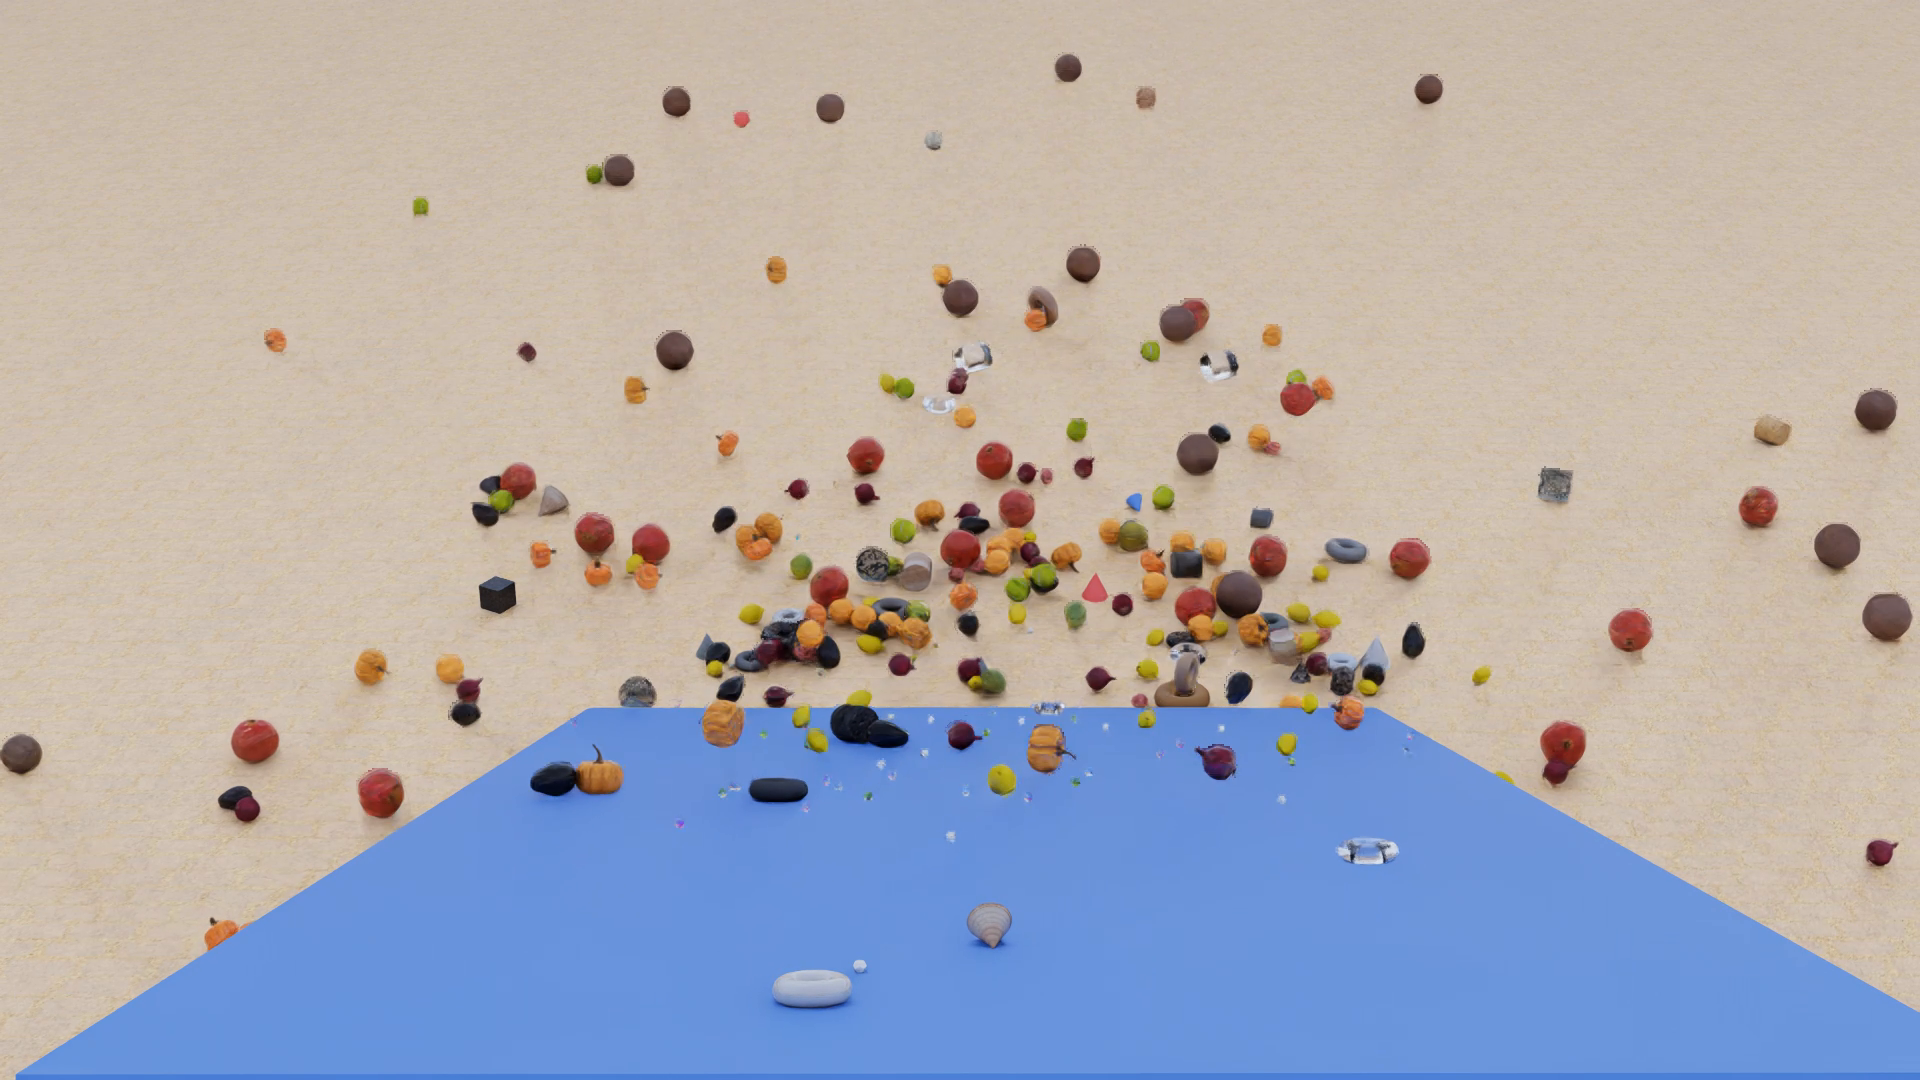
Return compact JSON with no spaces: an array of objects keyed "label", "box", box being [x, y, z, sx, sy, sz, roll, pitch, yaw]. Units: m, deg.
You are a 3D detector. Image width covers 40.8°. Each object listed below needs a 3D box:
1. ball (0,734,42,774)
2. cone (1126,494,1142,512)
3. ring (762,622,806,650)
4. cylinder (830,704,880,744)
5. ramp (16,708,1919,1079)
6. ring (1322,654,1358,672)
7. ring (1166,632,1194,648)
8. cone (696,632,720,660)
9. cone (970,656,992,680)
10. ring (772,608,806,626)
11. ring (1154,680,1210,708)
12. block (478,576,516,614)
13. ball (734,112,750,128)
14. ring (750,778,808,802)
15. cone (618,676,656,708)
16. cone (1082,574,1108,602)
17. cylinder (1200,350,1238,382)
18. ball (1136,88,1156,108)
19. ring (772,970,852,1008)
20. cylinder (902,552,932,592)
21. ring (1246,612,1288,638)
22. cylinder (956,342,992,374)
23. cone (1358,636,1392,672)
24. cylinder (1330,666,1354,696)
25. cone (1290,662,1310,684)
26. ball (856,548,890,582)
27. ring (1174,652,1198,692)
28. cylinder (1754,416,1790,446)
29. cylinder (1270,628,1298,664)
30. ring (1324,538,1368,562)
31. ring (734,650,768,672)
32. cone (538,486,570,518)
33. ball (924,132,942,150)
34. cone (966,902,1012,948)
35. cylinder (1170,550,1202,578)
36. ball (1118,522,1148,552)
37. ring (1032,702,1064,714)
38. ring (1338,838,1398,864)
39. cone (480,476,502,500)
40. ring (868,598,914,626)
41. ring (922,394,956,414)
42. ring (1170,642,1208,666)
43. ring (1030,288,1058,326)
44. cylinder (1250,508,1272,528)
[{"label":"ball","box":[-2.343,0.534,6.437,0.097,0.097,0.097,0,26,0]},{"label":"cone","box":[0.538,-0.104,7.848,0.054,0.054,0.054,-10,54,-20]},{"label":"ring","box":[-0.485,0.262,7.070,0.122,0.041,0.122,0,27,0]},{"label":"cylinder","box":[-0.234,0.408,5.724,0.080,0.080,0.080,-18,11,-32]},{"label":"ramp","box":[0.058,0.528,4.565,2.000,0.100,4.000,0,1,0]},{"label":"ring","box":[1.023,0.333,6.932,0.094,0.031,0.094,0,24,0]},{"label":"ring","box":[0.603,0.275,7.058,0.079,0.026,0.079,0,27,0]},{"label":"cone","box":[-0.686,0.280,6.999,0.067,0.067,0.067,0,26,0]},{"label":"cone","box":[0.055,0.335,6.896,0.058,0.058,0.058,0,26,0]},{"label":"ring","box":[-0.475,0.220,7.165,0.098,0.033,0.098,-1,26,0]},{"label":"ring","box":[0.581,0.412,6.748,0.146,0.049,0.146,0,24,0]},{"label":"block","box":[-1.301,0.155,7.256,0.071,0.071,0.071,15,29,28]},{"label":"ball","box":[-0.971,-1.872,11.472,0.070,0.070,0.070,0,26,0]},{"label":"ring","box":[-0.332,0.457,4.720,0.108,0.036,0.108,0,0,0]},{"label":"cone","box":[-0.844,0.403,6.668,0.098,0.098,0.098,2,-2,4]},{"label":"cone","box":[0.384,0.124,7.312,0.077,0.077,0.077,0,26,0]},{"label":"cylinder","box":[0.882,-0.592,8.785,0.092,0.092,0.092,-13,29,-25]},{"label":"ball","box":[0.846,-2.011,11.733,0.094,0.094,0.094,0,26,0]},{"label":"ring","box":[-0.167,0.507,2.912,0.091,0.030,0.091,-1,2,0]},{"label":"cylinder","box":[-0.123,0.090,7.375,0.084,0.084,0.084,1,26,2]},{"label":"ring","box":[0.851,0.235,7.126,0.115,0.038,0.115,-2,24,1]},{"label":"cylinder","box":[0.046,-0.625,8.844,0.093,0.093,0.093,-14,29,-26]},{"label":"cone","box":[1.120,0.295,6.941,0.090,0.090,0.090,1,25,0]},{"label":"cylinder","box":[1.011,0.372,6.819,0.057,0.057,0.057,7,35,14]},{"label":"cone","box":[0.909,0.345,6.879,0.054,0.054,0.054,0,26,0]},{"label":"ball","box":[-0.251,0.073,7.382,0.096,0.096,0.096,0,26,0]},{"label":"ring","box":[0.567,0.331,6.466,0.035,0.106,0.106,10,27,25]},{"label":"cylinder","box":[2.608,-0.350,8.282,0.079,0.079,0.079,-19,31,-34]},{"label":"cylinder","box":[0.861,0.283,6.870,0.068,0.068,0.068,-8,28,5]},{"label":"ring","box":[1.129,0.029,7.540,0.126,0.042,0.126,6,22,-2]},{"label":"ring","box":[-0.564,0.326,6.948,0.089,0.030,0.089,1,27,-1]},{"label":"cone","box":[-1.250,-0.100,7.820,0.094,0.094,0.094,20,59,35]},{"label":"ball","box":[-0.115,-1.729,11.168,0.076,0.076,0.076,0,26,0]},{"label":"cone","box":[0.040,0.499,3.260,0.058,0.058,0.058,-2,28,-4]},{"label":"cylinder","box":[0.652,0.070,7.424,0.077,0.077,0.077,-4,26,-9]},{"label":"ball","box":[0.507,-0.010,7.575,0.091,0.091,0.091,0,26,0]},{"label":"ring","box":[0.220,0.417,6.411,0.080,0.027,0.080,1,0,0]},{"label":"ring","box":[0.627,0.479,3.966,0.093,0.031,0.093,-1,2,0]},{"label":"cone","box":[-1.431,-0.150,7.935,0.069,0.069,0.069,-15,56,-29]},{"label":"ring","box":[-0.191,0.201,7.193,0.129,0.043,0.129,0,24,0]},{"label":"ring","box":[-0.068,-0.454,8.562,0.111,0.037,0.111,0,27,0]},{"label":"ring","box":[0.618,0.310,6.975,0.105,0.035,0.105,1,25,0]},{"label":"ring","box":[0.300,-0.835,9.232,0.048,0.144,0.144,-26,35,-27]},{"label":"cylinder","box":[0.903,-0.064,7.731,0.053,0.053,0.053,10,27,19]}]
